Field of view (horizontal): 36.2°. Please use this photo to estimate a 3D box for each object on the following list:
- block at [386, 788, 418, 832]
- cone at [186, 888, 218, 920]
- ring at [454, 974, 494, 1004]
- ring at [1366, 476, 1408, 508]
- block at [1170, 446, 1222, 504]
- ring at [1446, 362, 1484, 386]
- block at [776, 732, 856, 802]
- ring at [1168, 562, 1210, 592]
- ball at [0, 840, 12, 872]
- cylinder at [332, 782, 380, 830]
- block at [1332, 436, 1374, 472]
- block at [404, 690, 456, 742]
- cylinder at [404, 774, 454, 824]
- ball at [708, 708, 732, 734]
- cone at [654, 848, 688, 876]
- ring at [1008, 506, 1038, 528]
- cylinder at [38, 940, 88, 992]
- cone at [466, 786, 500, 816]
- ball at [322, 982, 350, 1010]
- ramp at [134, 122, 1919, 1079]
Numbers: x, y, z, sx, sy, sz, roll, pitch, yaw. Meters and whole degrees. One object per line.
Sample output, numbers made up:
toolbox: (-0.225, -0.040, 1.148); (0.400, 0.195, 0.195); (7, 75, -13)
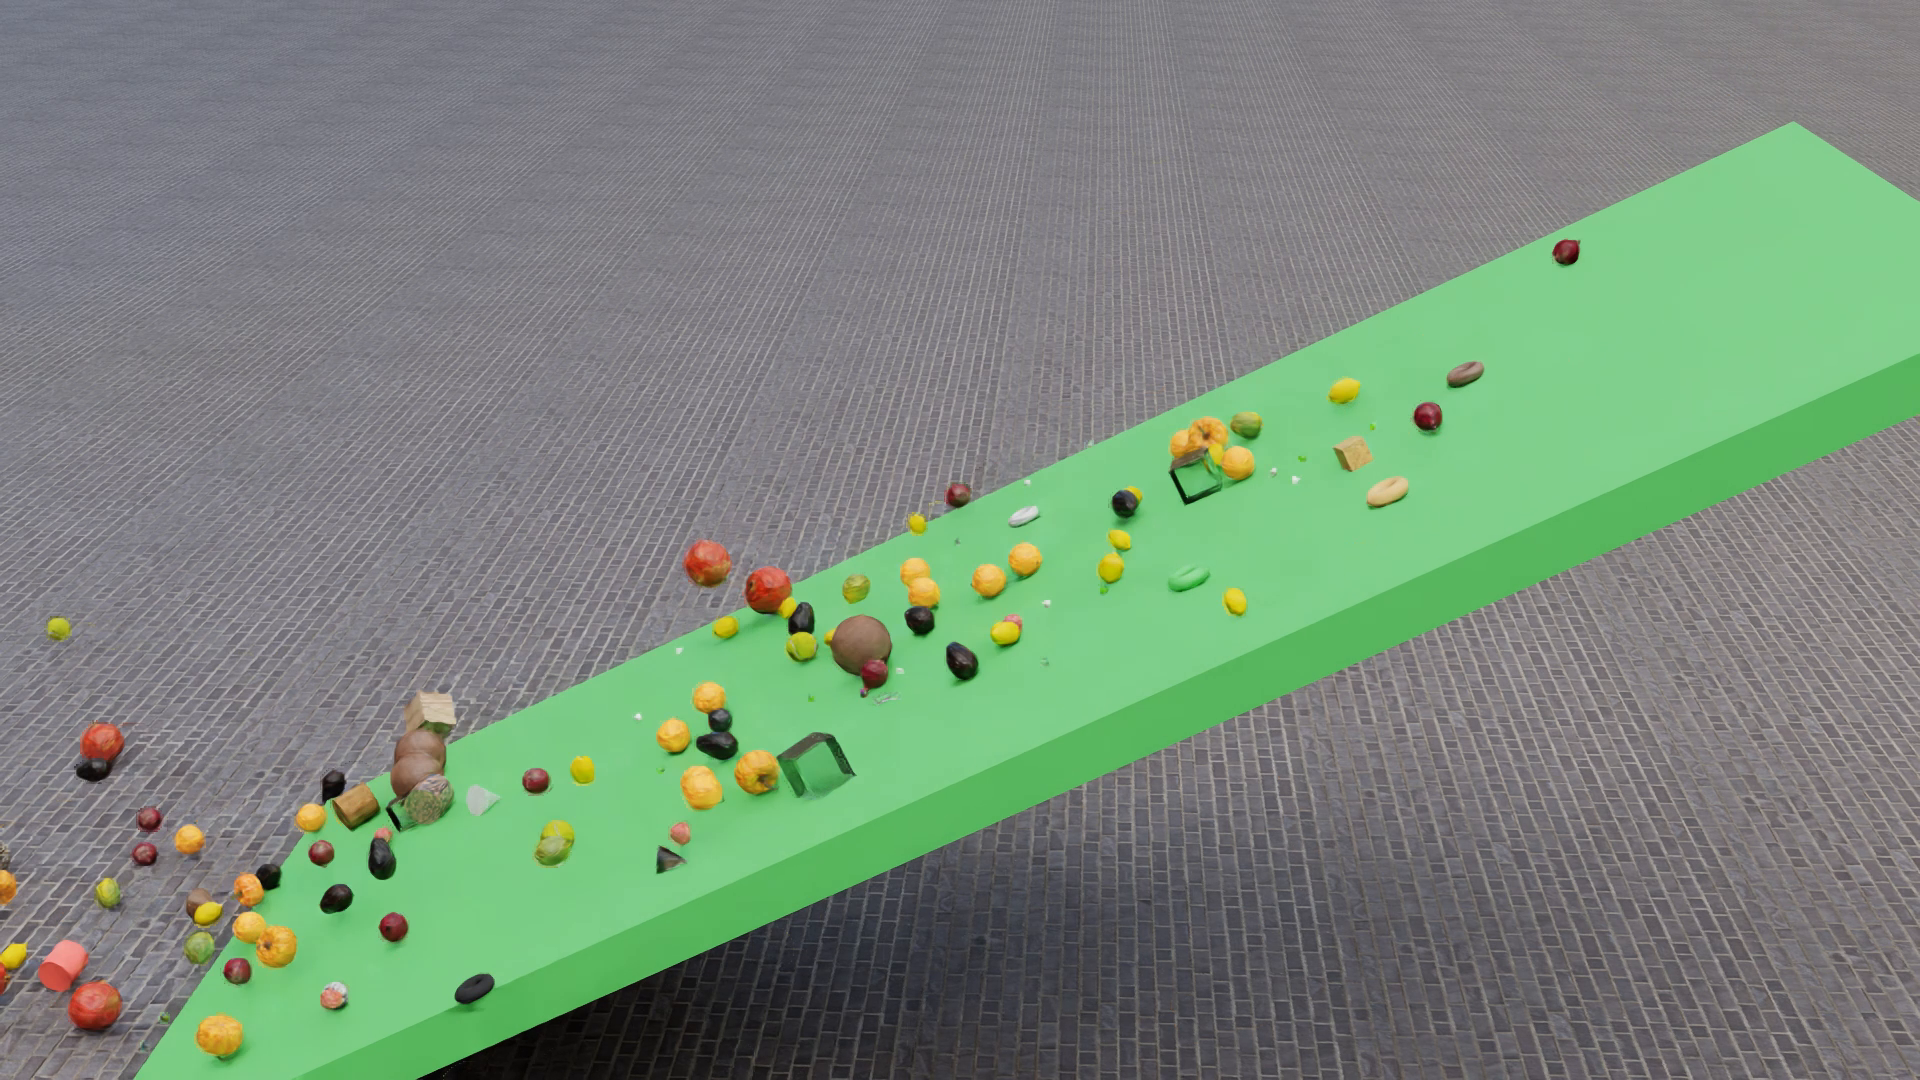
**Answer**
block: (-1.301, 0.636, 6.921); (0.067, 0.067, 0.067); (-25, 13, 7)
cone: (-1.794, 0.875, 7.029); (0.078, 0.078, 0.078); (6, 17, 37)
ring: (-0.908, 0.838, 5.499); (0.080, 0.027, 0.080); (-25, 15, 7)
ring: (0.823, -0.092, 5.666); (0.089, 0.030, 0.089); (-27, 14, 7)
block: (0.507, -0.139, 6.328); (0.083, 0.083, 0.083); (-23, 14, 15)
ring: (1.061, -0.349, 6.176); (0.084, 0.028, 0.084); (-25, 15, 7)
block: (-0.278, 0.436, 5.658); (0.093, 0.093, 0.093); (-33, 15, -24)
ring: (0.449, 0.072, 5.769); (0.087, 0.029, 0.087); (-24, 14, 6)
ball: (-2.408, 0.788, 7.314); (0.093, 0.093, 0.093); (0, 16, 0)
cylinder: (-1.469, 0.648, 7.156); (0.084, 0.084, 0.084); (-33, 30, -25)
block: (0.799, -0.176, 5.975); (0.052, 0.052, 0.052); (-29, 14, -9)
block: (-1.357, 0.453, 7.530); (0.090, 0.090, 0.090); (11, 49, -37)
cylinder: (-1.237, 0.605, 6.859); (0.090, 0.090, 0.090); (3, 20, 10)
ball: (-0.519, 0.391, 6.368); (0.054, 0.054, 0.054); (0, 16, 0)
cone: (-0.548, 0.615, 5.647); (0.057, 0.057, 0.057); (-9, 13, 17)
ring: (0.147, -0.054, 6.823); (0.077, 0.026, 0.077); (-27, 14, 7)
cylinder: (-2.038, 0.968, 6.685); (0.082, 0.082, 0.082); (5, 34, 15)
cone: (-1.078, 0.593, 6.730); (0.072, 0.072, 0.072); (15, 12, 42)
ball: (-1.238, 0.903, 5.830); (0.054, 0.054, 0.054); (0, 16, 0)
ramp: (0.138, 0.168, 6.281); (4.000, 0.100, 2.000); (-25, 14, 10)
